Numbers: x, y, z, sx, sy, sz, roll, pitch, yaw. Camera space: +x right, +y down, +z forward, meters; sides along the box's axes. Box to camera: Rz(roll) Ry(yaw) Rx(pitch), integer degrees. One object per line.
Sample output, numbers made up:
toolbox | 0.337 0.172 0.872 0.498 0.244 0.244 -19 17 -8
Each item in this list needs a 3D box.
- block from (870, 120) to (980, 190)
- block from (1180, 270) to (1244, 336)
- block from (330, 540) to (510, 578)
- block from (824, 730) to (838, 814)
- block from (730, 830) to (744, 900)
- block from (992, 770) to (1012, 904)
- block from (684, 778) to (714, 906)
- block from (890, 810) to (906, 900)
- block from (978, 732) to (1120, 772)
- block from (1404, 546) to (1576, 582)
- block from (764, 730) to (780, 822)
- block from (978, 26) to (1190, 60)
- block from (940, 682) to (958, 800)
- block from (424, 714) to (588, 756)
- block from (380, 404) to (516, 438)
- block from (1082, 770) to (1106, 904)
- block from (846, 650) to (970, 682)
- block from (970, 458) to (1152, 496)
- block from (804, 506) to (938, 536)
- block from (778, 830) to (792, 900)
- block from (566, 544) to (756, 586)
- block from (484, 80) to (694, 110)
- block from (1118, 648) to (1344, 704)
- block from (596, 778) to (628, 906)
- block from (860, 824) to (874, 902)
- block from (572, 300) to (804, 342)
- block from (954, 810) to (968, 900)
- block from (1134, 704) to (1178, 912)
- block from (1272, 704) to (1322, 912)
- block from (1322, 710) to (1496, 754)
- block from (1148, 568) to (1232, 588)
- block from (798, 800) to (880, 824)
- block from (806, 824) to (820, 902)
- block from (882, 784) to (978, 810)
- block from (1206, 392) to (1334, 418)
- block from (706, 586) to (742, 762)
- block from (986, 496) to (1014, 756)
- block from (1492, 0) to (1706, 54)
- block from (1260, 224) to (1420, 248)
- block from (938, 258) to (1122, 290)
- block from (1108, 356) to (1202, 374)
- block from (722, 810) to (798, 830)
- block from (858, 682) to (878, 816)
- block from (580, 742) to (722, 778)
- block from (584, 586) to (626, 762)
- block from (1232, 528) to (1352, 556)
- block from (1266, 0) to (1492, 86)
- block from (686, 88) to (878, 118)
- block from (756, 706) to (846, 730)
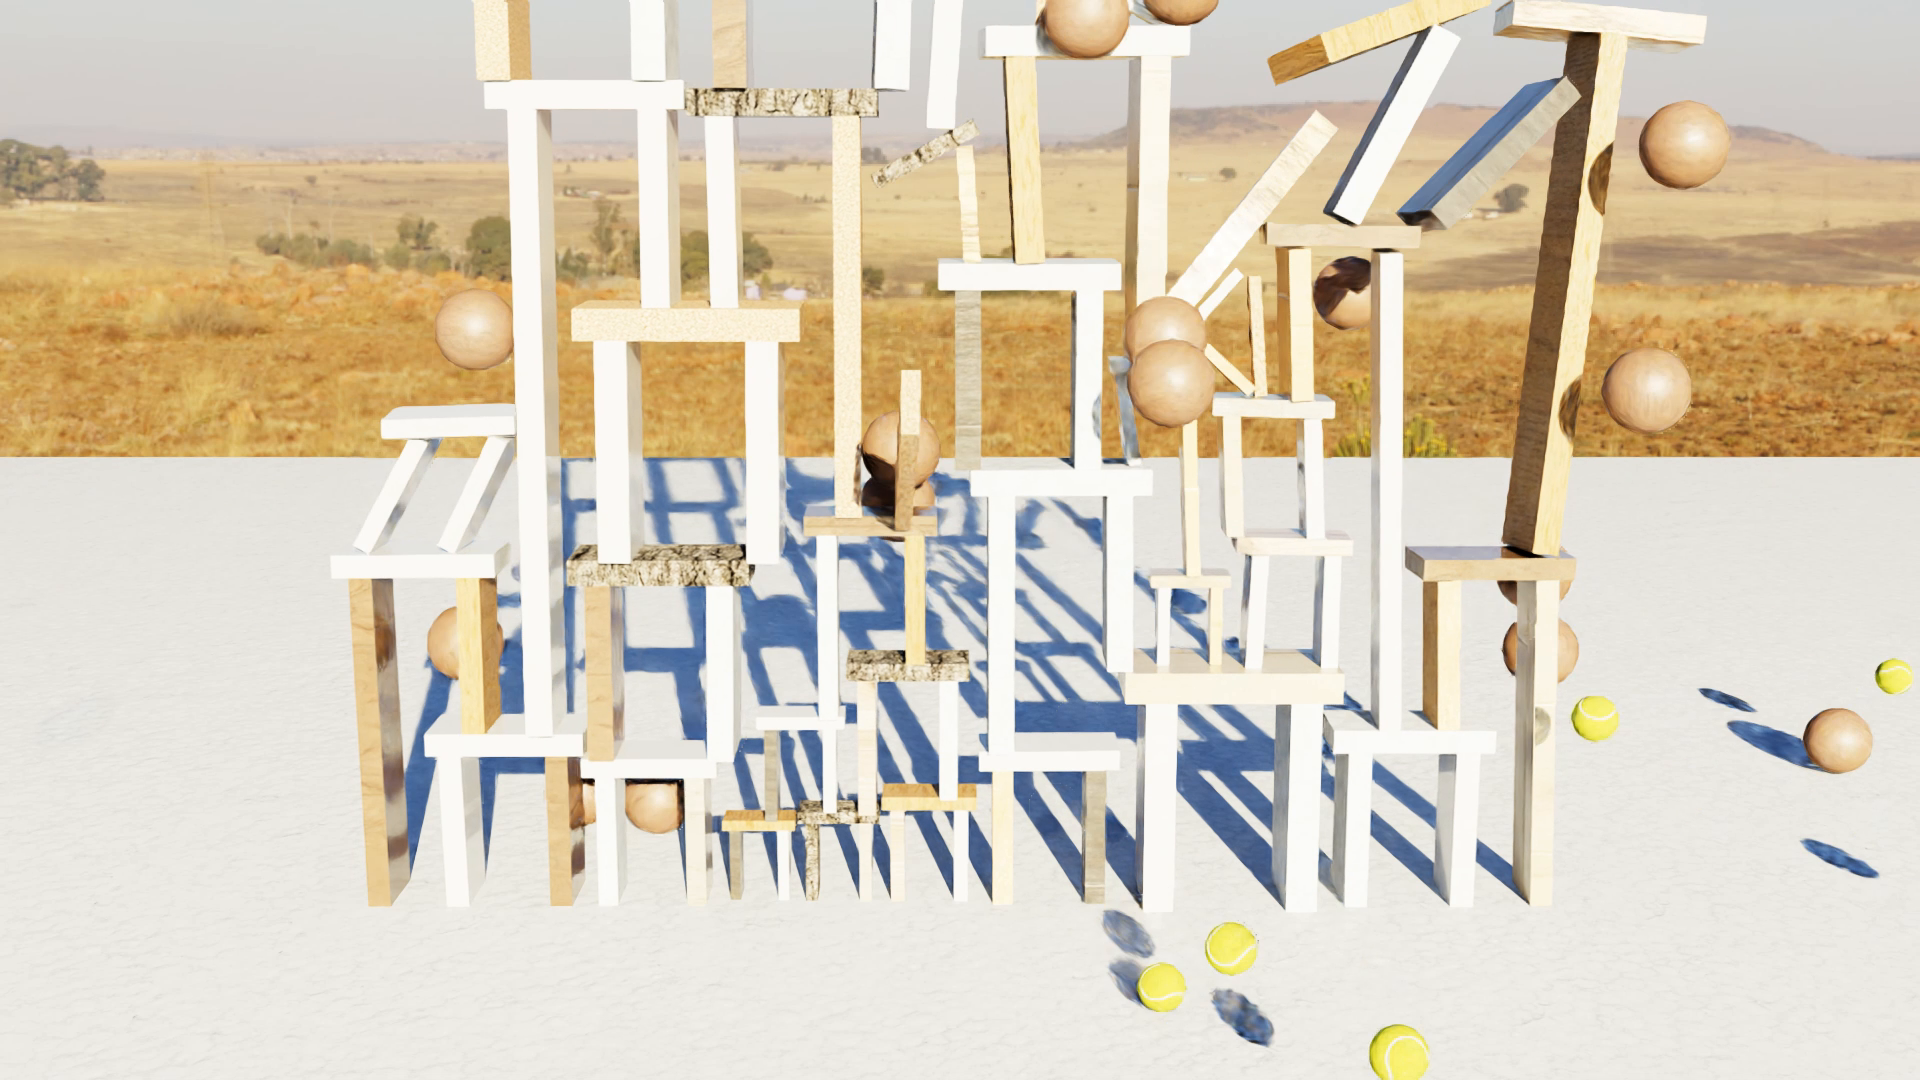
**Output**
block | -0.055 -0.604 3.445 0.179 0.025 0.090 -28 10 2
block | 0.404 -0.380 3.530 0.018 0.127 0.063 43 3 3
block | -0.872 0.031 3.565 0.259 0.037 0.130 0 10 0
block | -0.213 0.371 3.625 0.020 0.142 0.071 0 11 -1
block | -0.371 0.532 3.658 0.017 0.119 0.059 0 11 0
block | 0.070 0.477 3.652 0.032 0.228 0.114 0 10 0
block | -0.432 0.483 3.646 0.031 0.219 0.109 0 11 0
block | -0.103 0.513 3.658 0.022 0.156 0.078 0 11 0
block | 0.145 0.349 3.629 0.228 0.032 0.114 0 10 -1
block | 0.858 0.037 3.566 0.246 0.035 0.123 0 10 -3
block | -0.310 0.379 3.629 0.020 0.159 0.071 0 11 0
block | 0.190 -0.774 3.426 0.312 0.044 0.156 -1 10 -4
block | -0.018 0.317 3.616 0.028 0.200 0.100 0 11 0
block | -0.739 0.321 3.621 0.255 0.036 0.127 0 11 -1
block | -0.801 -0.189 3.487 0.207 0.029 0.103 -2 15 0
block | 0.222 0.477 3.653 0.032 0.228 0.114 0 11 0
block | -0.084 0.205 3.595 0.200 0.028 0.100 0 11 0
block | 0.160 -0.103 3.541 0.285 0.040 0.143 0 10 -1
block | -0.143 -0.032 3.547 0.212 0.030 0.106 0 11 -1
block | -0.291 0.532 3.658 0.017 0.119 0.059 0 11 0
block | -0.481 0.040 3.565 0.289 0.041 0.144 0 10 -1
block | -0.574 -0.694 3.431 0.303 0.043 0.152 0 10 0
block | 0.439 0.222 3.601 0.349 0.049 0.175 0 11 0
block | -0.577 0.483 3.647 0.031 0.219 0.109 0 11 0
block | -0.155 0.525 3.654 0.019 0.133 0.067 0 11 0
block | -0.426 -0.348 3.489 0.351 0.050 0.175 0 11 -1
block | 0.002 0.513 3.658 0.022 0.156 0.078 0 11 0
block | 0.323 0.418 3.637 0.049 0.349 0.175 0 11 0
block | 0.556 0.418 3.637 0.049 0.349 0.175 0 11 0
block | 0.736 0.315 3.618 0.261 0.037 0.131 0 11 0
block | 0.373 0.062 3.575 0.129 0.018 0.064 0 10 0
block | -0.199 0.450 3.640 0.133 0.019 0.067 0 11 0
block | -0.244 0.525 3.654 0.019 0.133 0.067 0 11 0
block | -0.050 0.425 3.641 0.156 0.022 0.078 0 11 0
block | 0.495 -0.216 3.520 0.193 0.027 0.096 2 10 0
block | -0.385 0.203 3.595 0.041 0.289 0.144 1 10 -1
block | 0.065 0.126 3.582 0.040 0.424 0.143 0 10 -1
block | 1.011 -0.815 3.488 0.296 0.042 0.148 6 6 1
block | 0.596 -0.479 3.463 0.237 0.034 0.118 2 8 2
block | 0.107 -0.422 3.485 0.283 0.040 0.142 0 10 -1
block | 0.311 -0.280 3.513 0.147 0.021 0.073 1 9 1
block | -0.331 0.465 3.646 0.119 0.017 0.059 0 11 0
block | -0.151 0.330 3.619 0.028 0.225 0.100 0 11 0
block | -0.505 0.361 3.620 0.219 0.031 0.109 0 11 0
block | -0.580 0.203 3.593 0.041 0.289 0.144 0 11 -1
block | 0.536 0.003 3.560 0.184 0.026 0.092 2 11 1
block | 0.652 -0.792 3.423 0.317 0.045 0.158 -23 7 -22
block | -0.275 -0.683 3.437 0.292 0.041 0.146 0 10 -1
block | -0.260 0.291 3.609 0.142 0.020 0.071 0 11 -1
